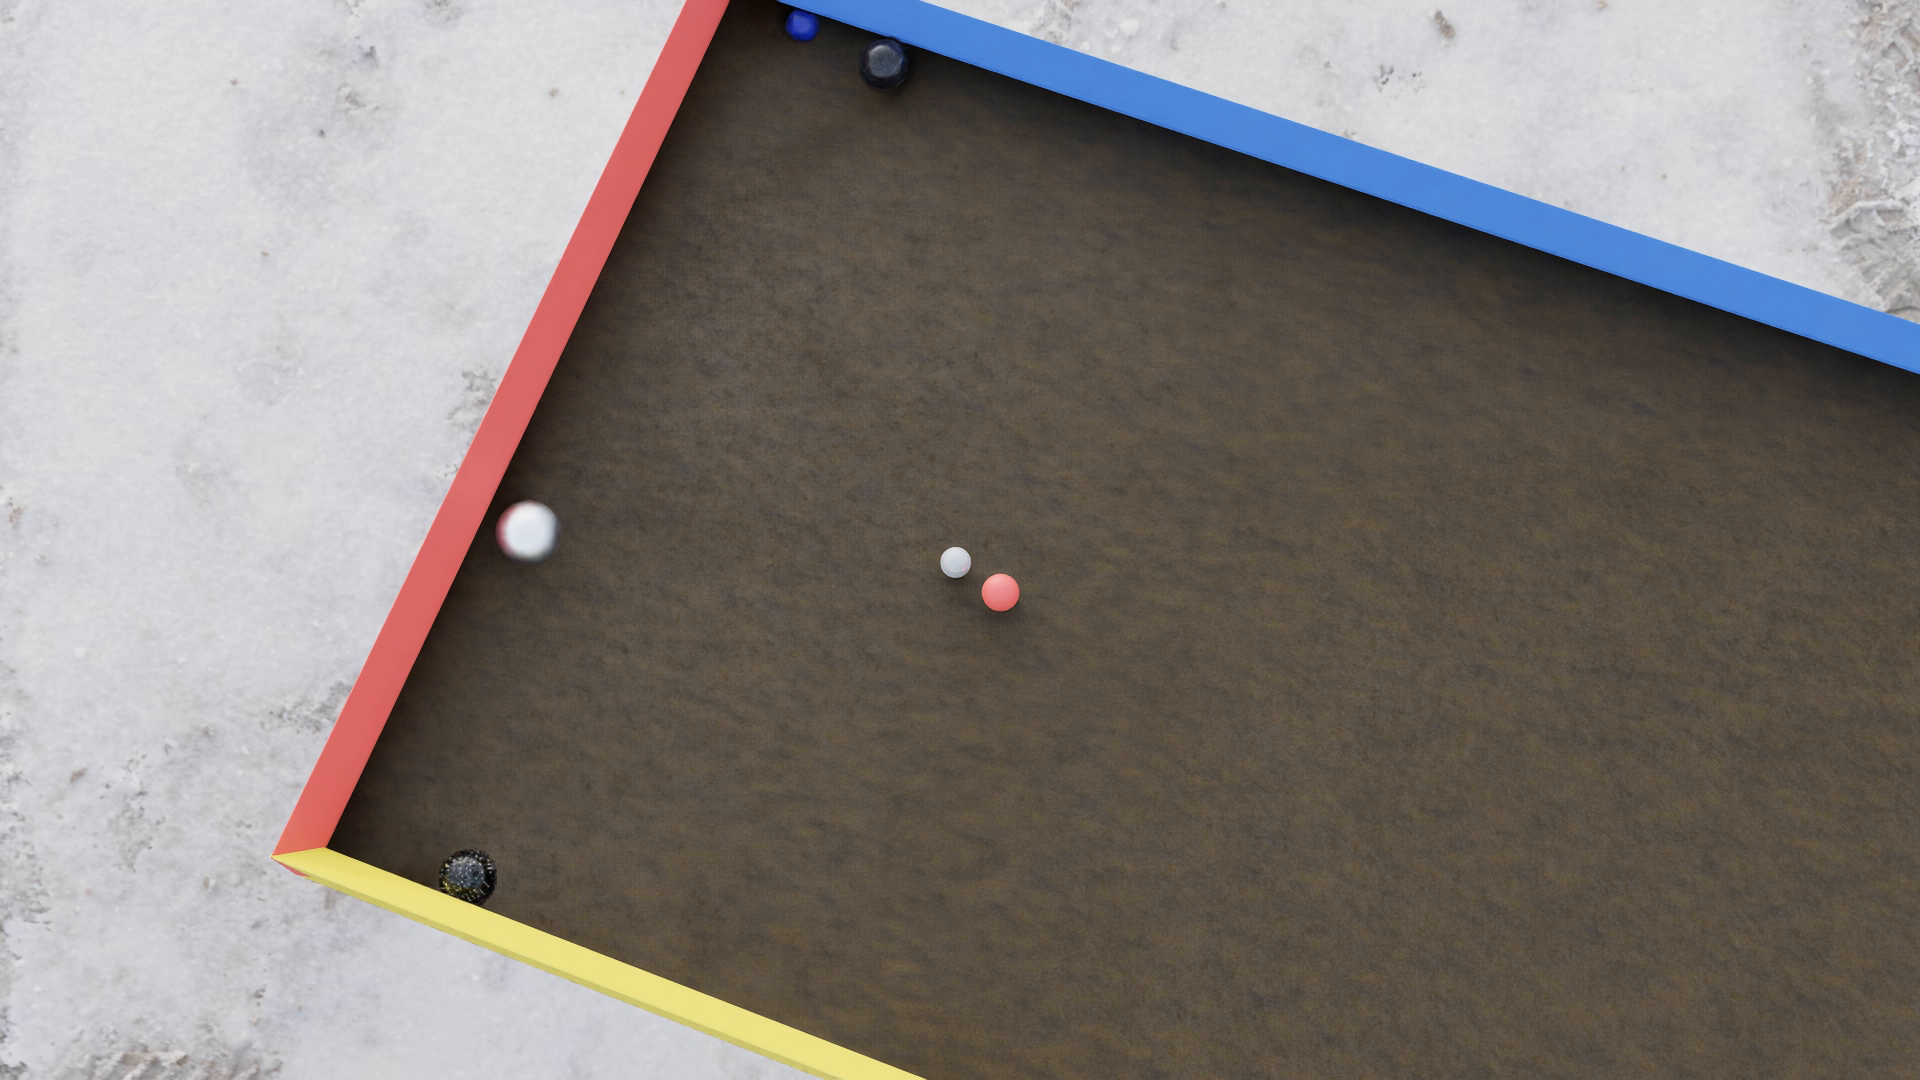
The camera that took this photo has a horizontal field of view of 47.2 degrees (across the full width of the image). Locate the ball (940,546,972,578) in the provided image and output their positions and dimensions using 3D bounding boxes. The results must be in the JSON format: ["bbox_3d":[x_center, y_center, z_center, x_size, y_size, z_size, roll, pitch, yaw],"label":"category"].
[{"bbox_3d":[-0.007,0.035,3.430,0.048,0.048,0.048,0,71,0],"label":"ball"}]

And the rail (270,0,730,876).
[{"bbox_3d":[-0.678,-0.251,3.486,0.045,0.130,1.670,20,72,7],"label":"rail"}]

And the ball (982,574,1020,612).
[{"bbox_3d":[0.063,0.081,3.408,0.059,0.059,0.059,0,71,0],"label":"ball"}]

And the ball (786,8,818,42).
[{"bbox_3d":[-0.270,-0.878,3.749,0.055,0.055,0.055,0,71,0],"label":"ball"}]

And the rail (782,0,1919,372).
[{"bbox_3d":[0.986,-0.478,3.567,2.993,0.130,0.045,20,72,7],"label":"rail"}]

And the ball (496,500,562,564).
[{"bbox_3d":[-0.671,-0.012,3.419,0.100,0.100,0.100,0,71,0],"label":"ball"}]

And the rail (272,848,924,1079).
[{"bbox_3d":[0.415,0.954,3.060,2.993,0.130,0.045,20,72,7],"label":"rail"}]

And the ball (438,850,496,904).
[{"bbox_3d":[-0.728,0.499,3.247,0.083,0.083,0.083,0,71,0],"label":"ball"}]

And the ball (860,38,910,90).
[{"bbox_3d":[-0.125,-0.801,3.706,0.085,0.085,0.085,0,71,0],"label":"ball"}]
